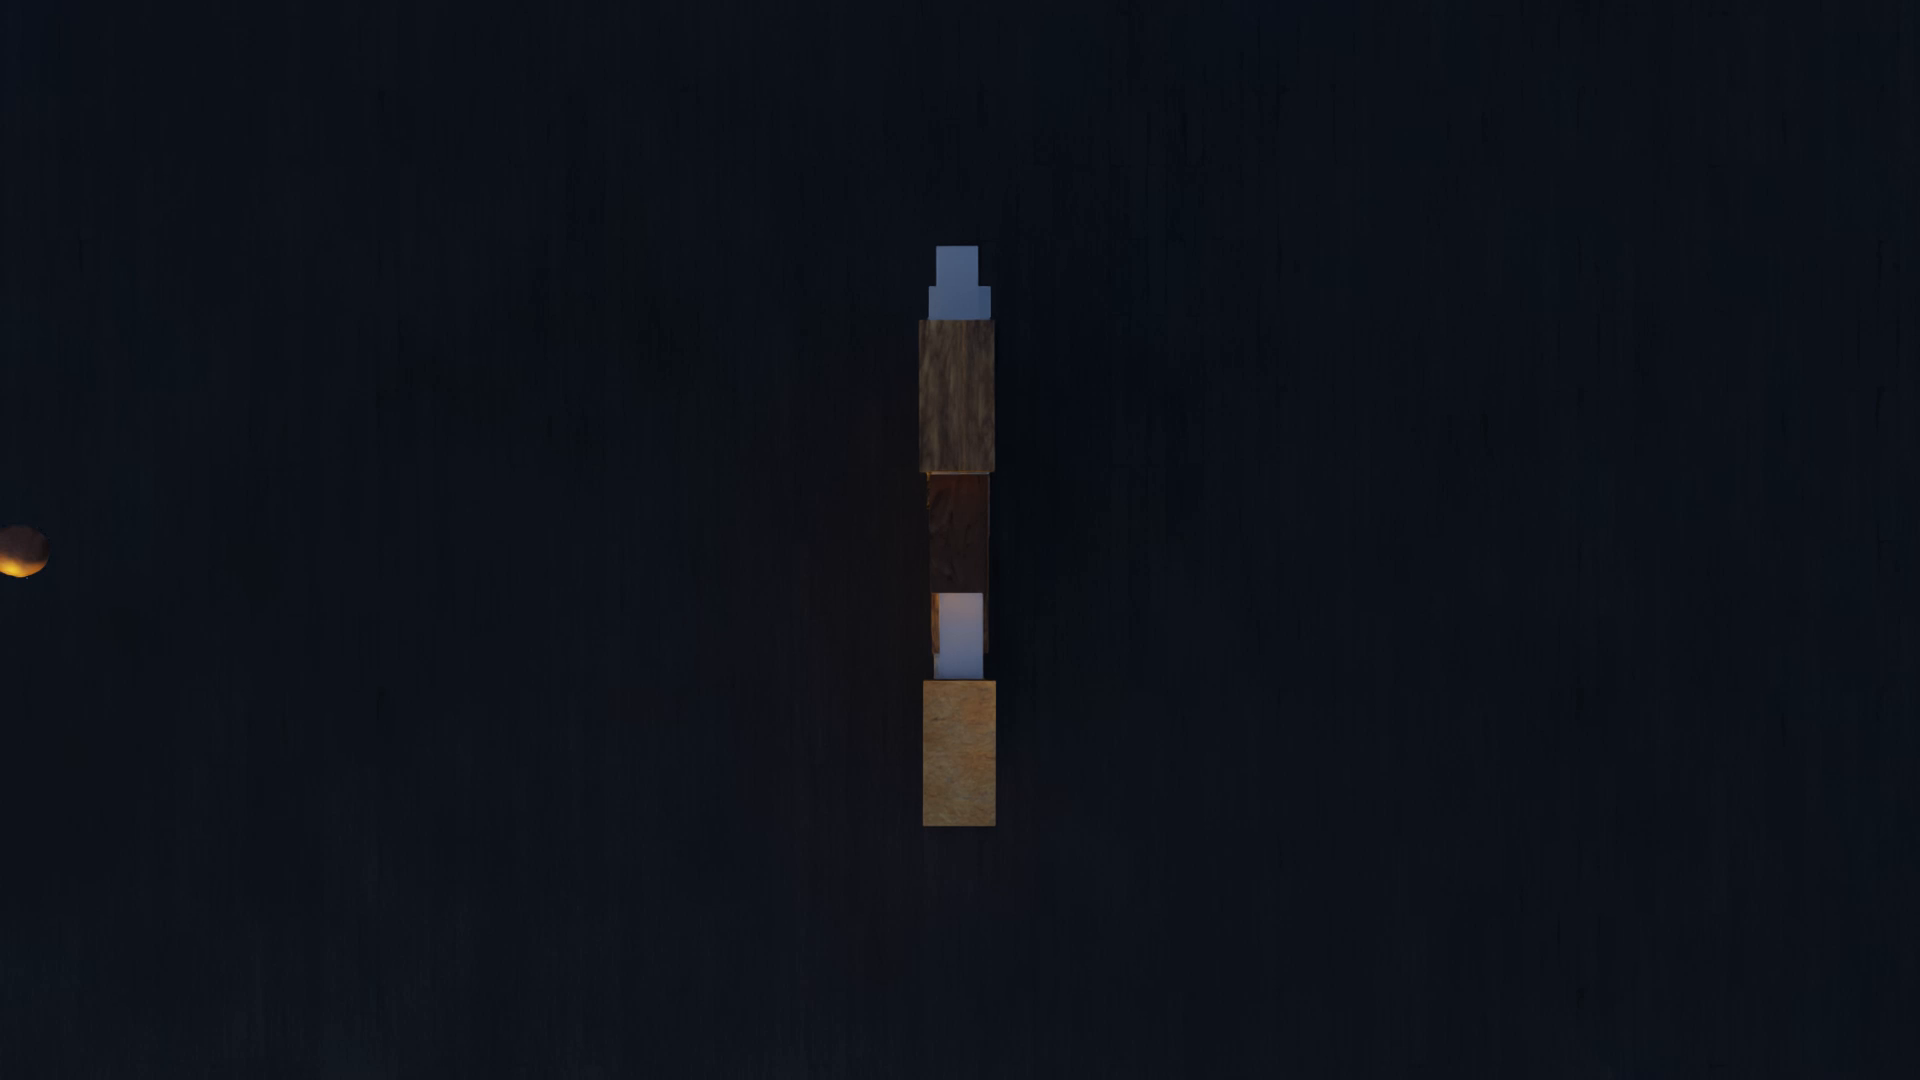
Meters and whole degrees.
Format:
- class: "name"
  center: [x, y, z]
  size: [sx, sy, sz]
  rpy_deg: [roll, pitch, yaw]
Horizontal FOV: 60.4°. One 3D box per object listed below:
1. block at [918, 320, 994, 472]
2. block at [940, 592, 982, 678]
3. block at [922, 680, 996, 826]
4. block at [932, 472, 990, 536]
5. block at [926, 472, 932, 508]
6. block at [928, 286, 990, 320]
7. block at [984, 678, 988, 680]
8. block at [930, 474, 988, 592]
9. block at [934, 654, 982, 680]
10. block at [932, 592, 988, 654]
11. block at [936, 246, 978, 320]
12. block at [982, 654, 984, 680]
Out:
- class: "block"
  center: [-0.007, -0.320, 3.682]
  size: [0.168, 0.048, 0.336]
  rpy_deg: [0, 90, 0]
- class: "block"
  center: [0.002, 0.230, 4.009]
  size: [0.105, 0.030, 0.210]
  rpy_deg: [0, 90, 0]
- class: "block"
  center: [-0.002, 0.514, 3.995]
  size: [0.175, 0.049, 0.349]
  rpy_deg: [0, 90, 0]
- class: "block"
  center: [0.001, -0.150, 4.061]
  size: [0.142, 0.040, 0.284]
  rpy_deg: [0, 90, 0]
- class: "block"
  center: [-0.003, -0.253, 4.389]
  size: [0.169, 0.048, 0.338]
  rpy_deg: [0, 90, 0]
- class: "block"
  center: [-0.001, -0.553, 4.776]
  size: [0.178, 0.050, 0.356]
  rpy_deg: [0, 90, 0]
- class: "block"
  center: [0.004, 0.576, 5.004]
  size: [0.155, 0.044, 0.310]
  rpy_deg: [0, 90, 0]
- class: "block"
  center: [-0.002, -0.014, 3.754]
  size: [0.134, 0.038, 0.268]
  rpy_deg: [0, 90, 0]
- class: "block"
  center: [-0.005, 0.423, 4.387]
  size: [0.126, 0.036, 0.253]
  rpy_deg: [0, 90, 0]
- class: "block"
  center: [0.000, 0.144, 4.255]
  size: [0.147, 0.042, 0.294]
  rpy_deg: [0, 90, 0]
- class: "block"
  center: [-0.007, -0.591, 3.878]
  size: [0.098, 0.028, 0.196]
  rpy_deg: [0, 90, 0]
- class: "block"
  center: [-0.003, 0.436, 4.678]
  size: [0.142, 0.040, 0.284]
  rpy_deg: [0, 90, 0]
